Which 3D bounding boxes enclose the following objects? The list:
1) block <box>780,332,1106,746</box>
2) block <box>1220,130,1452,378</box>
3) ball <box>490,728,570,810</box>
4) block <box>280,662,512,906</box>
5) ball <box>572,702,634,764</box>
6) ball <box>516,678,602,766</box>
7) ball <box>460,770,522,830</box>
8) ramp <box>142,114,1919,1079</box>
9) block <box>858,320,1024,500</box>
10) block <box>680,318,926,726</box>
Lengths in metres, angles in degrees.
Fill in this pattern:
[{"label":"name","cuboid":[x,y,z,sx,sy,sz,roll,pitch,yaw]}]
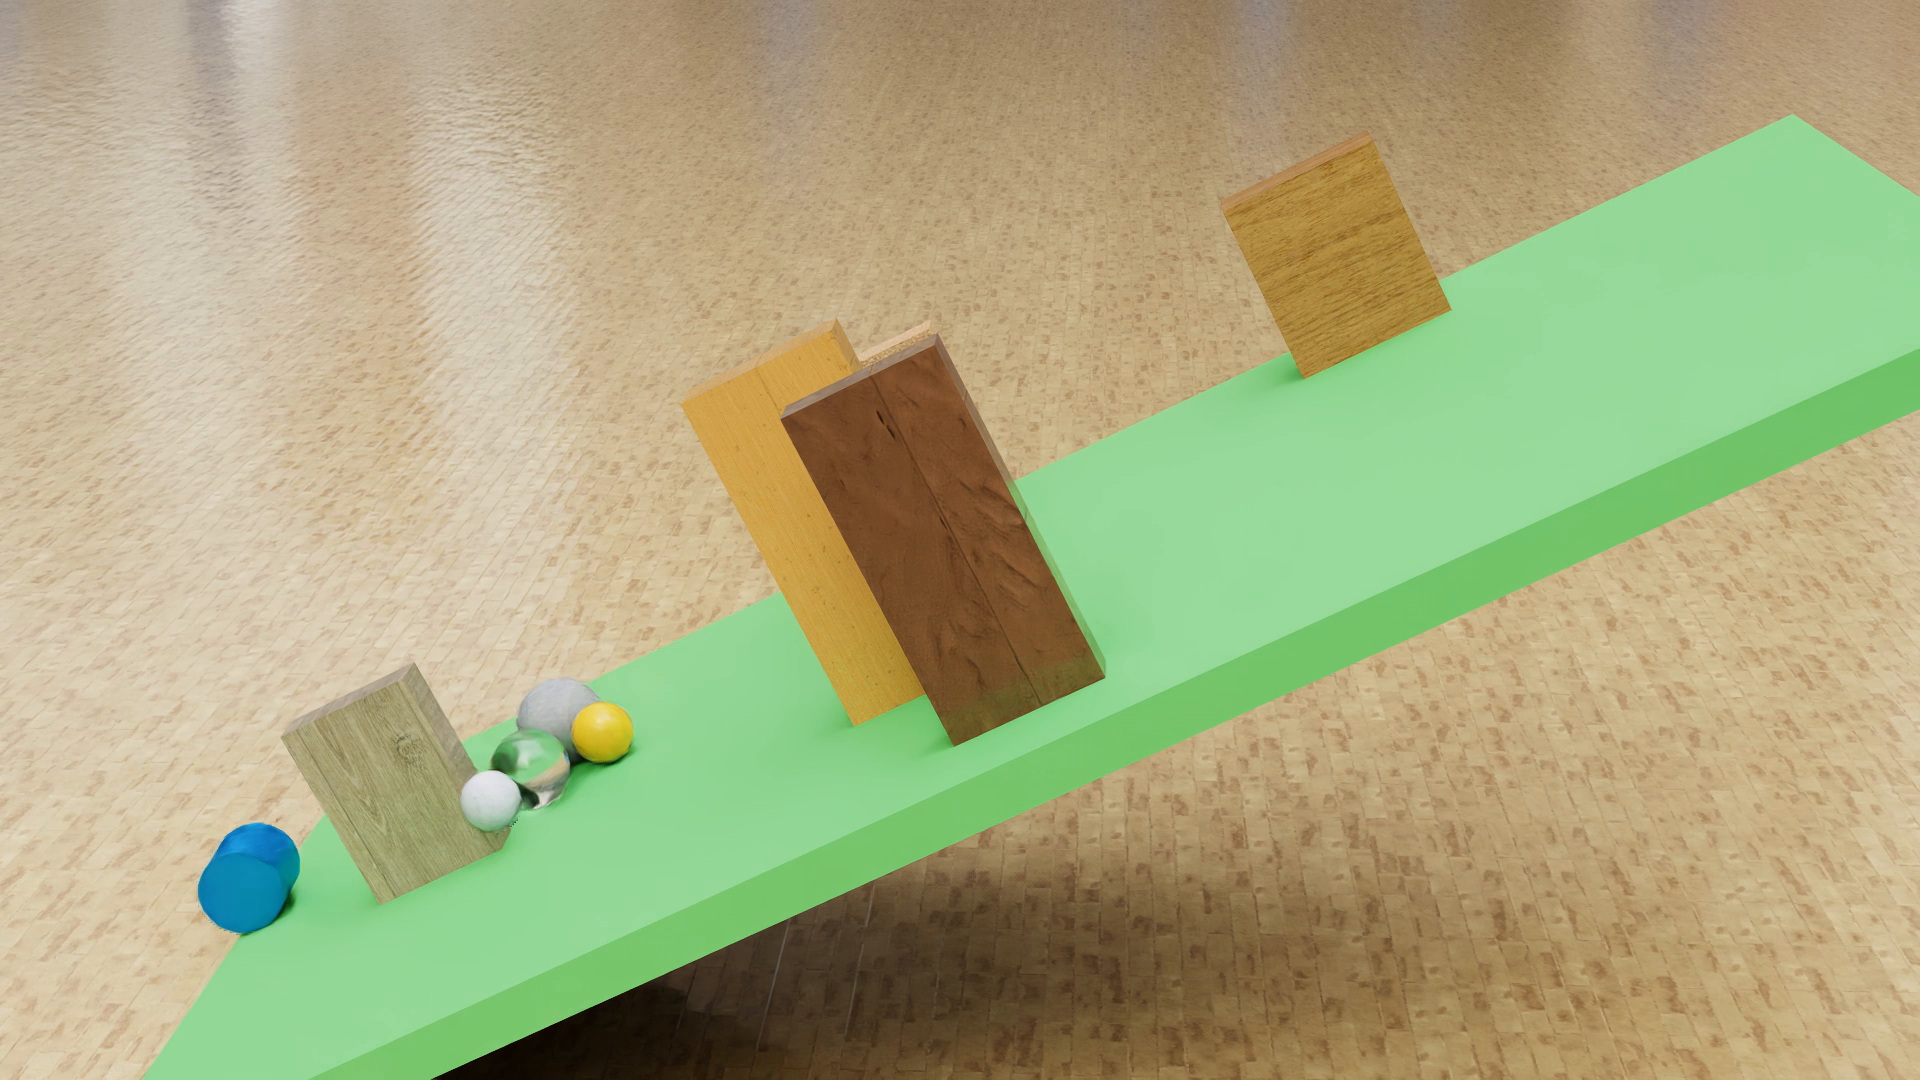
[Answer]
[{"label":"block","cuboid":[-0.026,0.004,5.474,0.316,0.707,0.102,-25,14,10]},{"label":"block","cuboid":[0.865,-0.657,6.779,0.372,0.436,0.142,-25,14,10]},{"label":"ball","cuboid":[-0.955,0.508,6.533,0.178,0.178,0.178,0,17,0]},{"label":"block","cuboid":[-1.228,0.533,6.418,0.308,0.435,0.111,-25,14,10]},{"label":"ball","cuboid":[-0.802,0.432,6.604,0.140,0.140,0.140,0,17,0]},{"label":"ball","cuboid":[-0.913,0.417,6.738,0.203,0.203,0.203,0,17,0]},{"label":"ball","cuboid":[-1.007,0.559,6.313,0.129,0.129,0.129,0,17,0]},{"label":"ramp","cuboid":[0.139,0.168,6.281,4.000,0.100,2.000,-25,14,10]},{"label":"block","cuboid":[-0.116,-0.173,6.673,0.379,0.535,0.099,-25,14,10]},{"label":"block","cuboid":[-0.230,-0.032,5.909,0.336,0.749,0.121,-25,14,10]}]
